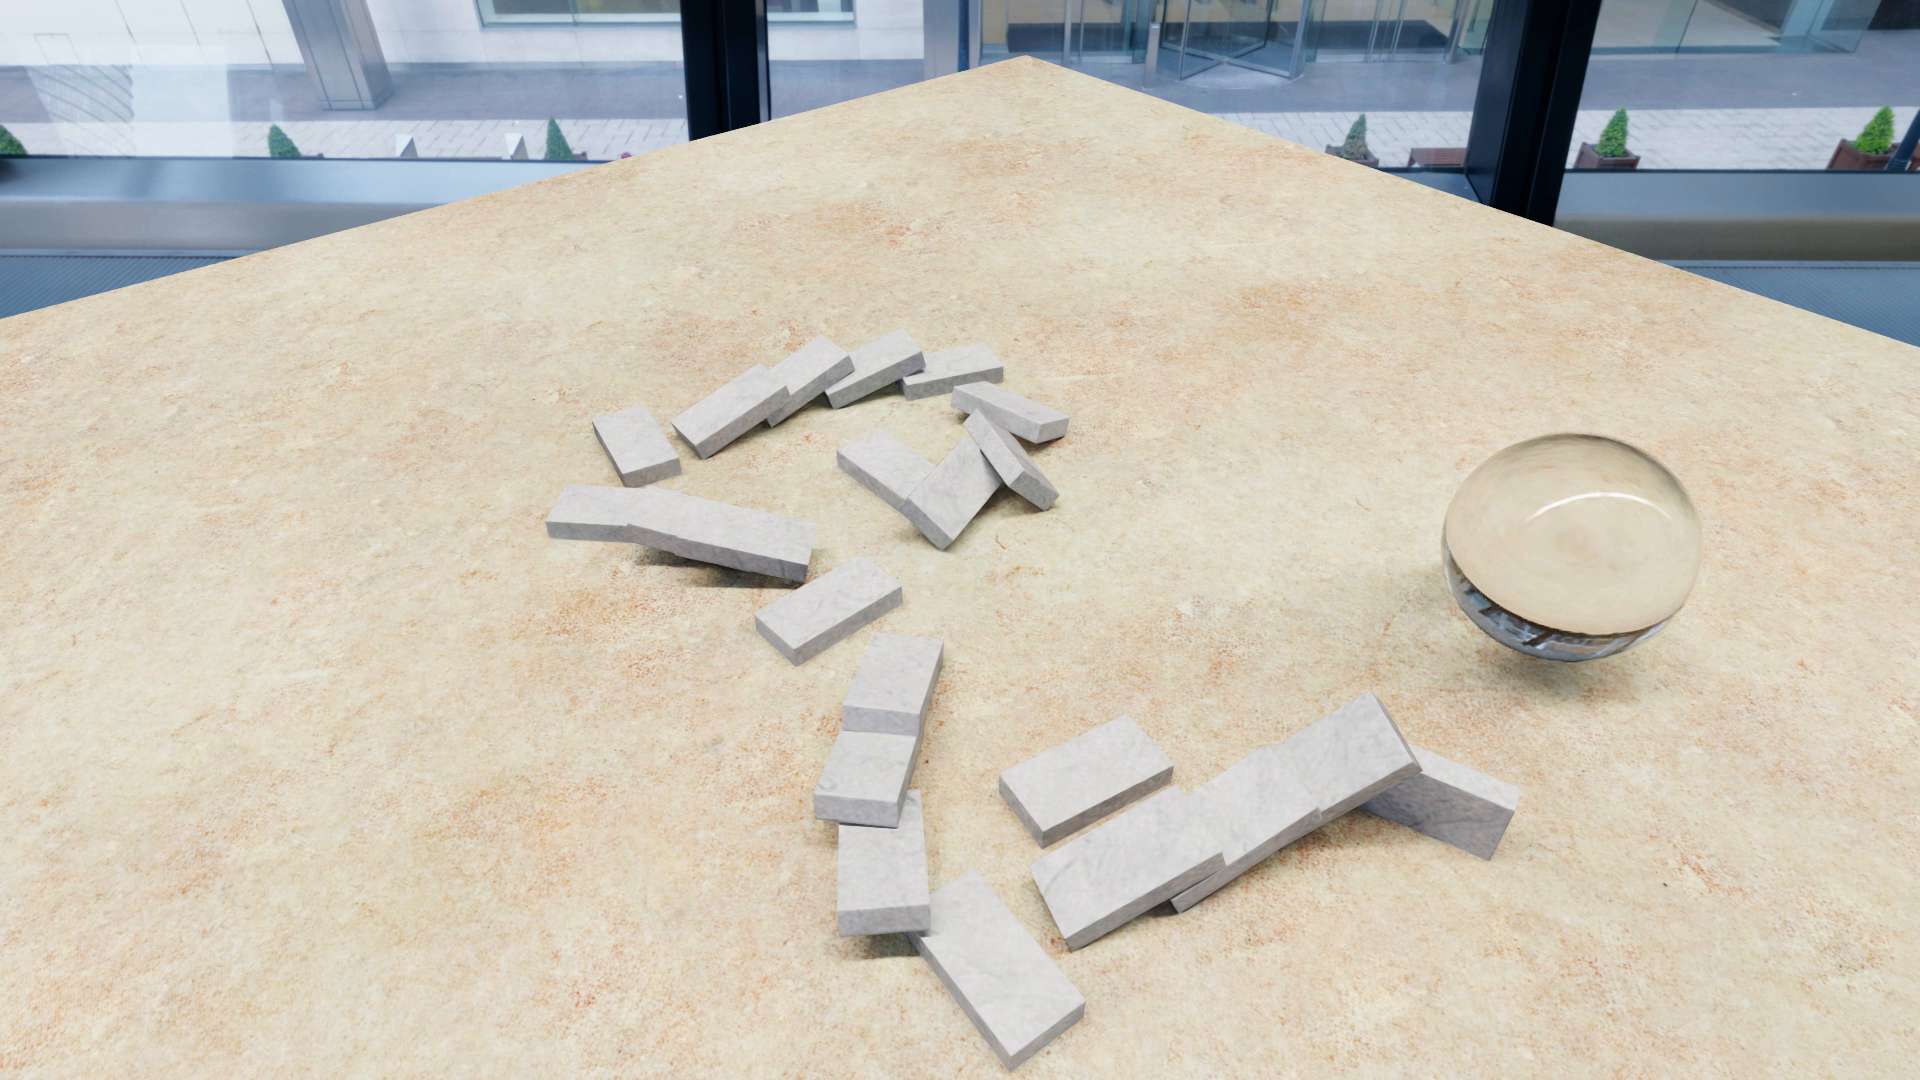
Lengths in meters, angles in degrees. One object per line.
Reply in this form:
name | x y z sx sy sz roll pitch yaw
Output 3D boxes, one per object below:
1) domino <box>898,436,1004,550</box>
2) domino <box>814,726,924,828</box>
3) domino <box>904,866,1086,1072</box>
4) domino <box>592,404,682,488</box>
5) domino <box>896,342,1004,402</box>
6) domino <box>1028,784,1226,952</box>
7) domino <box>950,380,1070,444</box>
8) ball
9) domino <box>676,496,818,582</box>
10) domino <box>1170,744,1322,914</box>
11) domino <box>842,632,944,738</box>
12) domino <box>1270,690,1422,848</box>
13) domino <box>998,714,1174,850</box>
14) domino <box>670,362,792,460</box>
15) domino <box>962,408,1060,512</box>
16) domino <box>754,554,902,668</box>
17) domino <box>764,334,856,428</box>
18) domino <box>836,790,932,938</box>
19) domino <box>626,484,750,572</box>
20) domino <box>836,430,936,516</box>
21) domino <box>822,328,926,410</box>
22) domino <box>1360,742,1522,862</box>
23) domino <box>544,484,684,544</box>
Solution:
domino | -0.002 -0.020 0.458 0.025 0.010 0.050 44 47 -4
domino | -0.028 0.070 0.347 0.025 0.010 0.050 4 23 6
domino | 0.008 0.116 0.302 0.025 0.009 0.050 -25 45 -27
domino | -0.146 -0.042 0.495 0.025 0.010 0.050 -20 43 -23
domino | -0.006 -0.084 0.546 0.050 0.009 0.025 -13 41 -16
domino | 0.048 0.094 0.316 0.050 0.010 0.025 -28 44 -3
domino | 0.023 -0.060 0.511 0.050 0.009 0.025 27 28 29
ball | 0.212 0.002 0.385 0.080 0.080 0.080 0 39 0
domino | -0.083 0.000 0.428 0.050 0.009 0.025 12 40 -7
domino | 0.078 0.085 0.325 0.050 0.010 0.025 -32 45 -2
domino | -0.022 0.048 0.374 0.025 0.009 0.050 5 23 7
domino | 0.109 0.070 0.332 0.050 0.010 0.025 -37 46 20
domino | 0.040 0.076 0.351 0.050 0.010 0.025 -20 44 -23
domino | -0.105 -0.060 0.506 0.050 0.009 0.025 -37 50 -17
domino | 0.022 -0.035 0.474 0.010 0.025 0.050 -47 42 14
domino | -0.049 0.026 0.412 0.050 0.009 0.025 -30 48 -32
domino | -0.078 -0.076 0.526 0.050 0.010 0.025 -38 50 -16
domino | -0.023 0.093 0.320 0.025 0.010 0.050 -3 24 -4
domino | -0.104 -0.005 0.440 0.050 0.010 0.025 15 39 -5
domino | -0.029 -0.029 0.479 0.025 0.010 0.050 -29 48 -31
domino | -0.044 -0.084 0.536 0.050 0.009 0.025 -27 44 -8
domino | 0.141 0.077 0.337 0.050 0.025 0.009 21 44 24
domino | -0.142 -0.011 0.456 0.050 0.009 0.025 3 39 4
